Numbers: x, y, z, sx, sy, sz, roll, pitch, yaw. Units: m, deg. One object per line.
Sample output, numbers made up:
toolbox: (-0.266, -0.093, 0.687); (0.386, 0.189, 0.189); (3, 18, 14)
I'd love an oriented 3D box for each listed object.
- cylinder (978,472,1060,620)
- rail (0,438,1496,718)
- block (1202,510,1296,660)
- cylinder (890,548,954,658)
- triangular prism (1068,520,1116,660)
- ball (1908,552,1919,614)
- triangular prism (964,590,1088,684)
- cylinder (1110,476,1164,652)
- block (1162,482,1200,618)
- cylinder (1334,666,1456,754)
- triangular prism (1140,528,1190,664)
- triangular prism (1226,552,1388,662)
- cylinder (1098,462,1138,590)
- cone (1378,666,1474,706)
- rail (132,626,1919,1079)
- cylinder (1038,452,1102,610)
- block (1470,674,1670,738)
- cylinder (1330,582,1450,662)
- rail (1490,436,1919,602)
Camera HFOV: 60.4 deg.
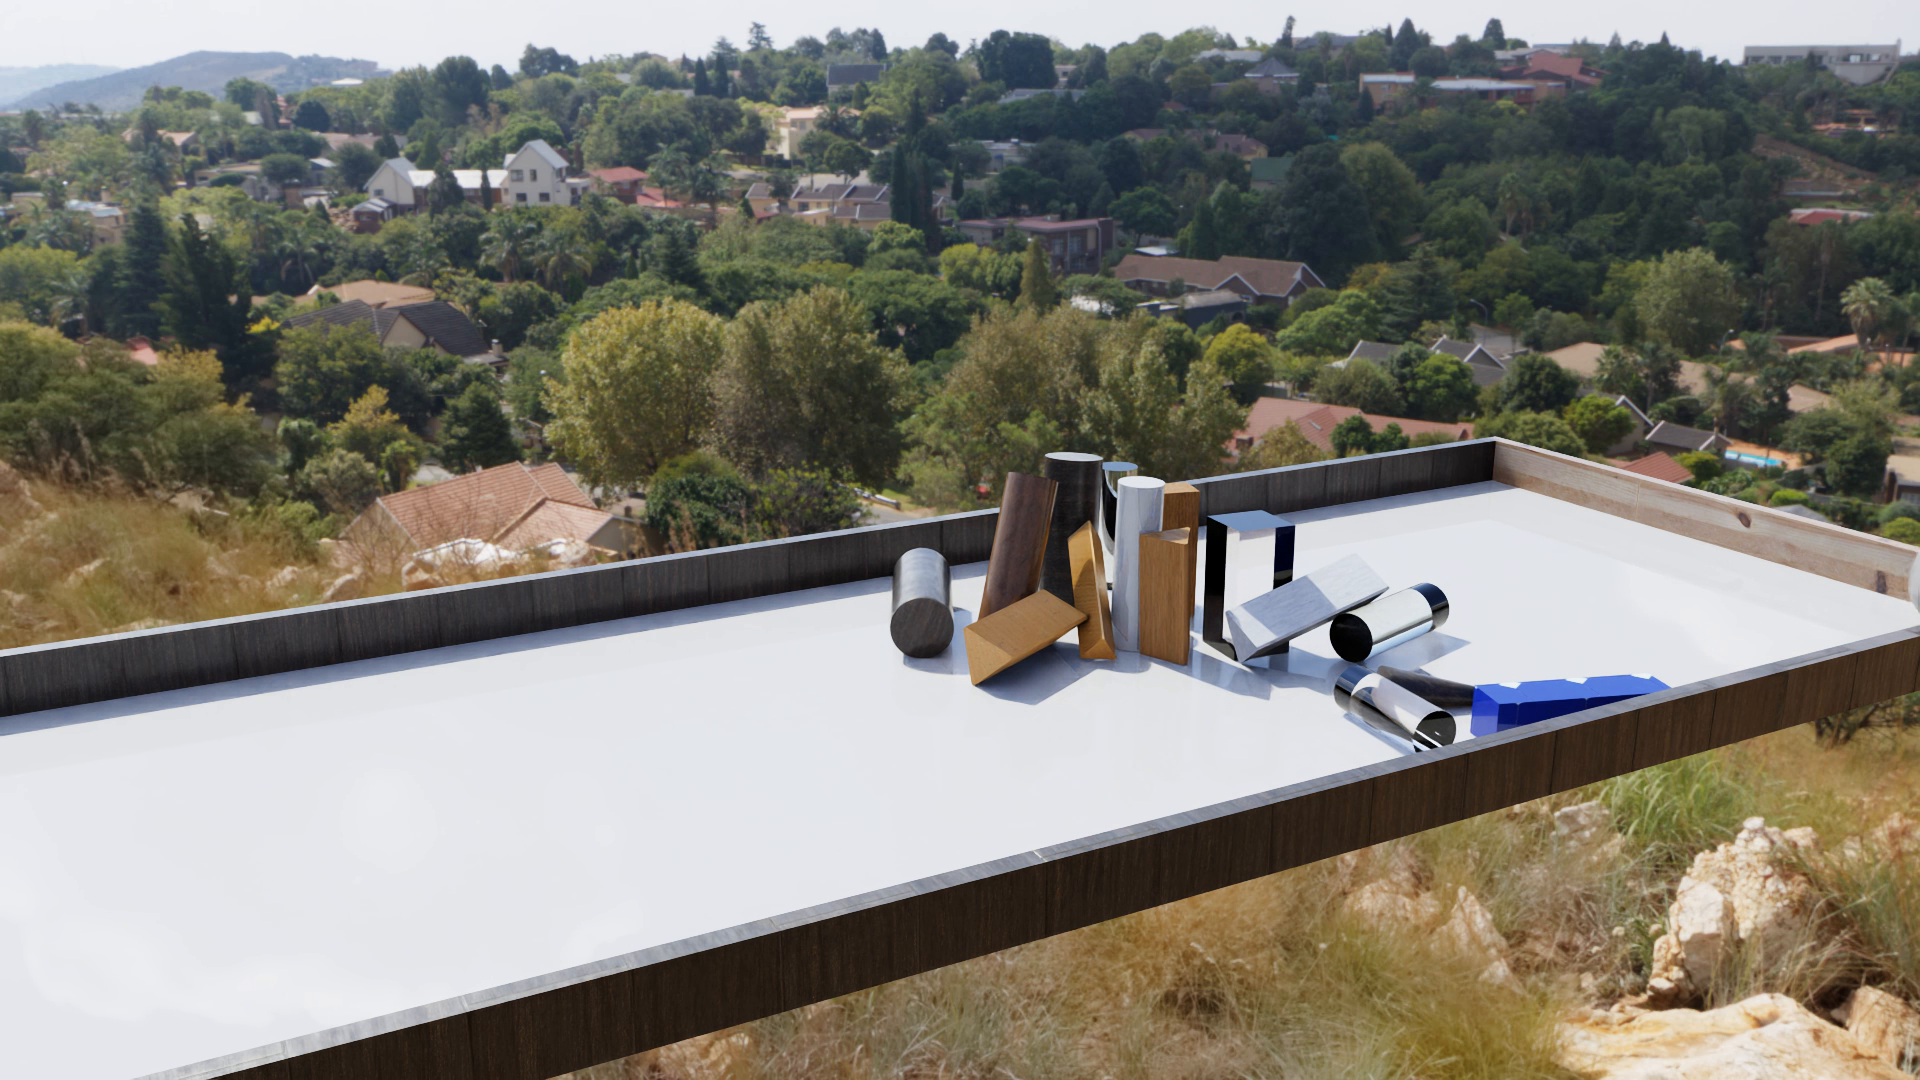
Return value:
cylinder: (0.155, 0.039, 4.432); (0.144, 0.422, 0.144); (11, -4, 1)
rail: (-3.305, 0.497, 3.399); (12.000, 0.150, 0.050); (-9, 18, -27)
block: (0.758, 0.117, 4.338); (0.166, 0.348, 0.166); (-6, 17, -21)
cylinder: (-0.103, 0.166, 4.493); (0.167, 0.167, 0.453); (0, 16, -1)
triangular prism: (0.356, 0.127, 4.400); (0.093, 0.080, 0.416); (3, 48, -6)
ball: (2.718, 0.117, 4.434); (0.294, 0.294, 0.294); (0, 16, 0)
triangular prism: (0.149, 0.228, 4.230); (0.150, 0.130, 0.368); (-38, -10, 37)
cylinder: (0.466, 0.063, 4.347); (0.122, 0.445, 0.122); (1, 16, 0)
block: (0.594, 0.030, 4.608); (0.105, 0.364, 0.105); (-4, 17, -13)
cylinder: (1.000, 0.394, 3.805); (0.117, 0.117, 0.306); (-6, 18, -21)
triangular prism: (0.561, 0.139, 4.291); (0.143, 0.327, 0.123); (13, 23, 39)
triangular prism: (0.886, 0.164, 4.266); (0.401, 0.128, 0.147); (-23, -13, -15)
cylinder: (0.460, -0.041, 4.853); (0.116, 0.362, 0.116); (0, 16, 0)
cone: (1.229, 0.376, 3.985); (0.437, 0.103, 0.103); (6, 16, -4)
rail: (-2.336, 1.006, 1.665); (12.000, 0.150, 0.050); (-9, 18, -27)
cylinder: (0.309, -0.023, 4.646); (0.162, 0.429, 0.162); (3, 11, 0)
block: (1.411, 0.396, 3.798); (0.438, 0.118, 0.118); (-3, 17, -10)
cylinder: (1.144, 0.217, 4.384); (0.373, 0.132, 0.132); (-15, 22, -42)
rail: (2.466, -0.048, 5.253); (0.050, 0.150, 2.100); (-9, 18, -27)
